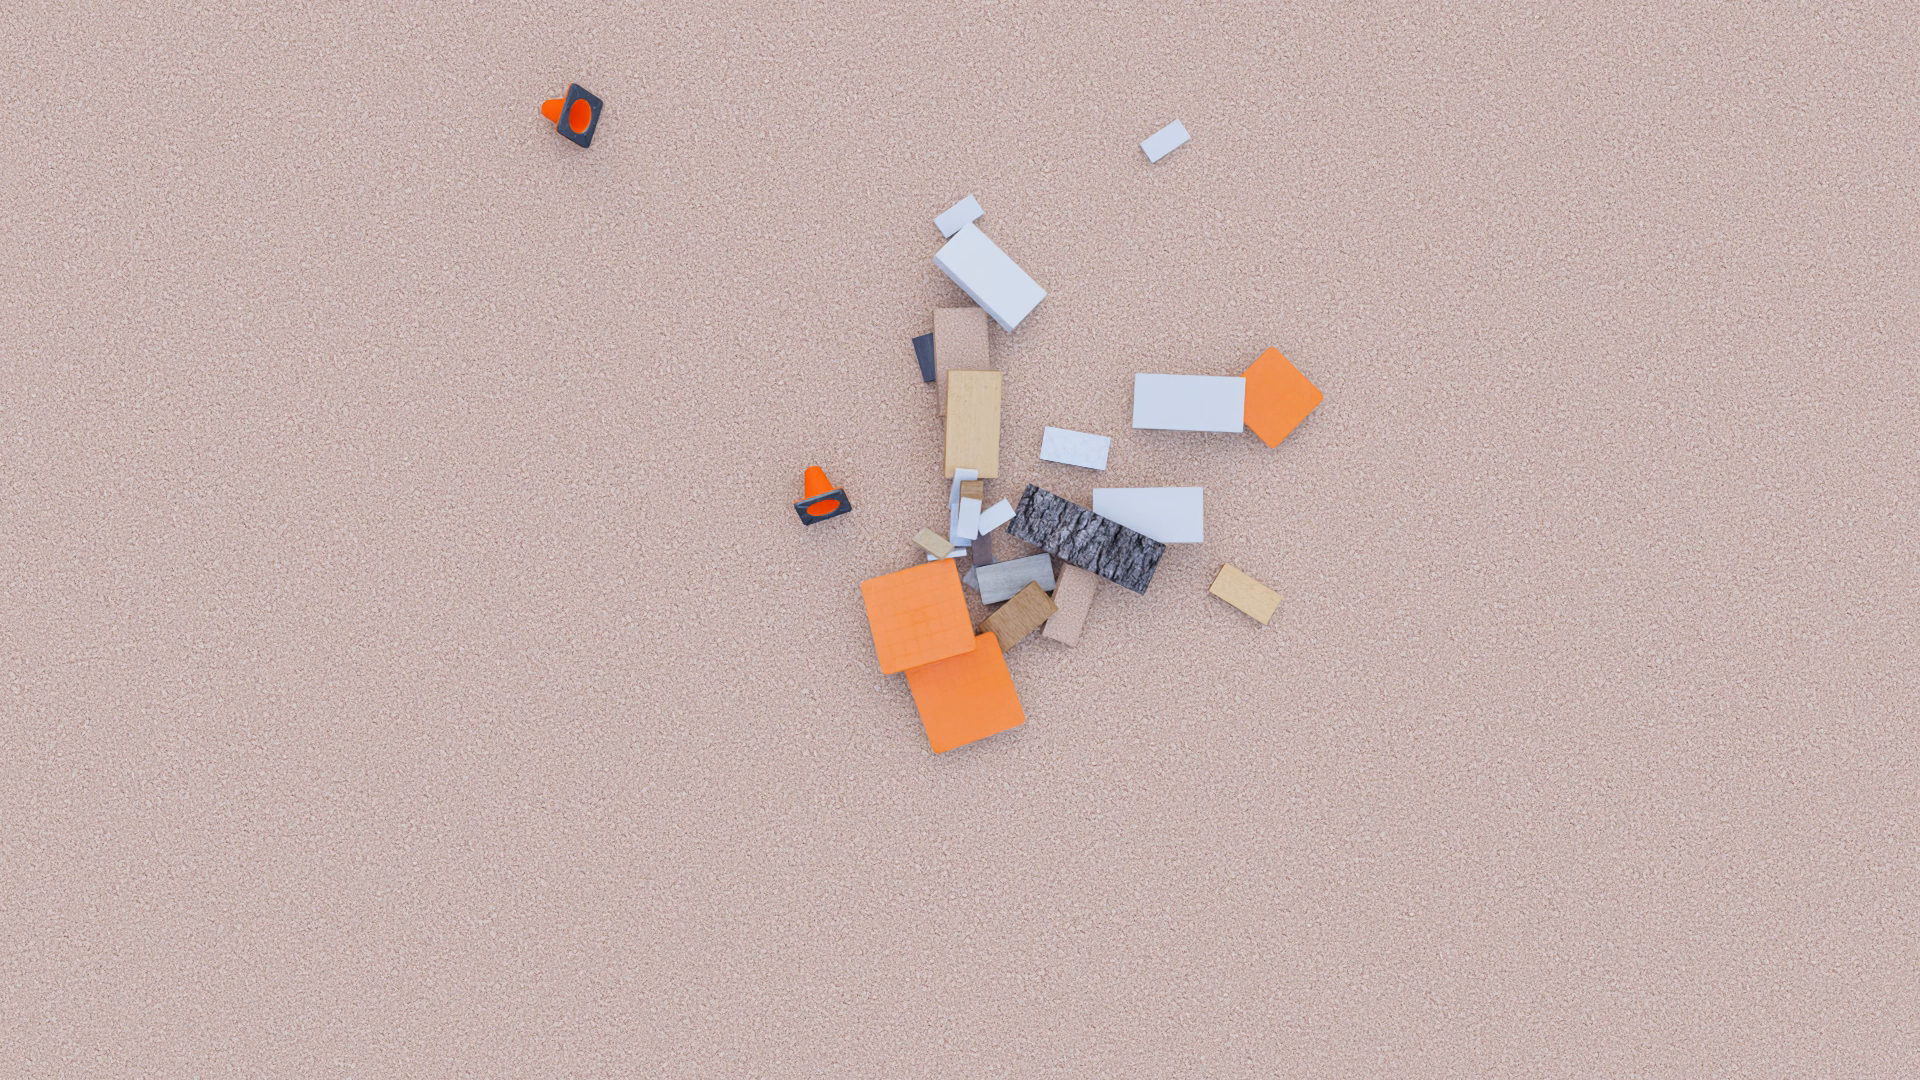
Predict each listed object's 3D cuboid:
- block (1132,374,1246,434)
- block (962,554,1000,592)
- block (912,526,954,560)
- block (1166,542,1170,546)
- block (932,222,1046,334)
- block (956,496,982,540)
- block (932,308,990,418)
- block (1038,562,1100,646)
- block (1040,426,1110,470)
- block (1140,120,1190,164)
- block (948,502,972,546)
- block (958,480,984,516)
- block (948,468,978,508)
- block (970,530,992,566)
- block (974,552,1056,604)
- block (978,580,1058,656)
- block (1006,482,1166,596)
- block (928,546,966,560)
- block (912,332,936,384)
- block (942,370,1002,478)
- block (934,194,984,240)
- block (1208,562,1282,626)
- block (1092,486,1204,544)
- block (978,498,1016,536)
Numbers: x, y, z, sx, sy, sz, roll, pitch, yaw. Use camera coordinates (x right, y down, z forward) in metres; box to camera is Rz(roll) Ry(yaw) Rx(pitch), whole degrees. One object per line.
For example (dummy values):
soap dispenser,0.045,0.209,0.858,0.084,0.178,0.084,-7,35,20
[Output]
block,0.756,-0.452,5.450,0.359,0.051,0.180,3,90,8
block,0.070,0.100,5.491,0.064,0.018,0.129,36,90,0
block,-0.089,0.013,5.449,0.131,0.018,0.065,32,62,27
block,0.650,-0.022,5.484,0.110,0.031,0.221,33,90,0
block,0.098,-0.869,5.450,0.352,0.050,0.176,43,72,0
block,0.030,-0.071,5.409,0.065,0.018,0.131,11,106,14
block,0.007,-0.589,5.462,0.176,0.050,0.352,-4,90,-9
block,0.363,0.213,5.464,0.125,0.035,0.249,19,90,-17
block,0.382,-0.304,5.484,0.221,0.031,0.110,10,90,0
block,0.682,-1.327,5.489,0.152,0.022,0.076,-34,90,0
block,0.004,-0.052,5.467,0.073,0.021,0.146,1,104,-10
block,0.035,-0.123,5.429,0.073,0.021,0.146,1,107,-10
block,0.010,-0.167,5.445,0.073,0.021,0.146,4,123,-12
block,0.071,0.017,5.463,0.064,0.018,0.129,-5,95,-6
block,0.184,0.126,5.471,0.249,0.035,0.125,-12,94,-3
block,0.190,0.256,5.440,0.249,0.035,0.125,-40,90,20
block,0.413,-0.004,5.422,0.497,0.051,0.180,25,92,12
block,-0.044,0.044,5.467,0.129,0.064,0.018,-8,103,0
block,-0.103,-0.607,5.489,0.076,0.022,0.152,-16,90,0
block,0.040,-0.382,5.422,0.176,0.050,0.352,0,103,-10
block,-0.004,-1.076,5.489,0.152,0.022,0.076,-34,90,0
block,0.948,0.178,5.484,0.221,0.031,0.110,31,90,0
block,0.620,-0.080,5.435,0.359,0.051,0.180,-1,87,11
block,0.112,-0.077,5.432,0.131,0.018,0.065,-32,105,2
